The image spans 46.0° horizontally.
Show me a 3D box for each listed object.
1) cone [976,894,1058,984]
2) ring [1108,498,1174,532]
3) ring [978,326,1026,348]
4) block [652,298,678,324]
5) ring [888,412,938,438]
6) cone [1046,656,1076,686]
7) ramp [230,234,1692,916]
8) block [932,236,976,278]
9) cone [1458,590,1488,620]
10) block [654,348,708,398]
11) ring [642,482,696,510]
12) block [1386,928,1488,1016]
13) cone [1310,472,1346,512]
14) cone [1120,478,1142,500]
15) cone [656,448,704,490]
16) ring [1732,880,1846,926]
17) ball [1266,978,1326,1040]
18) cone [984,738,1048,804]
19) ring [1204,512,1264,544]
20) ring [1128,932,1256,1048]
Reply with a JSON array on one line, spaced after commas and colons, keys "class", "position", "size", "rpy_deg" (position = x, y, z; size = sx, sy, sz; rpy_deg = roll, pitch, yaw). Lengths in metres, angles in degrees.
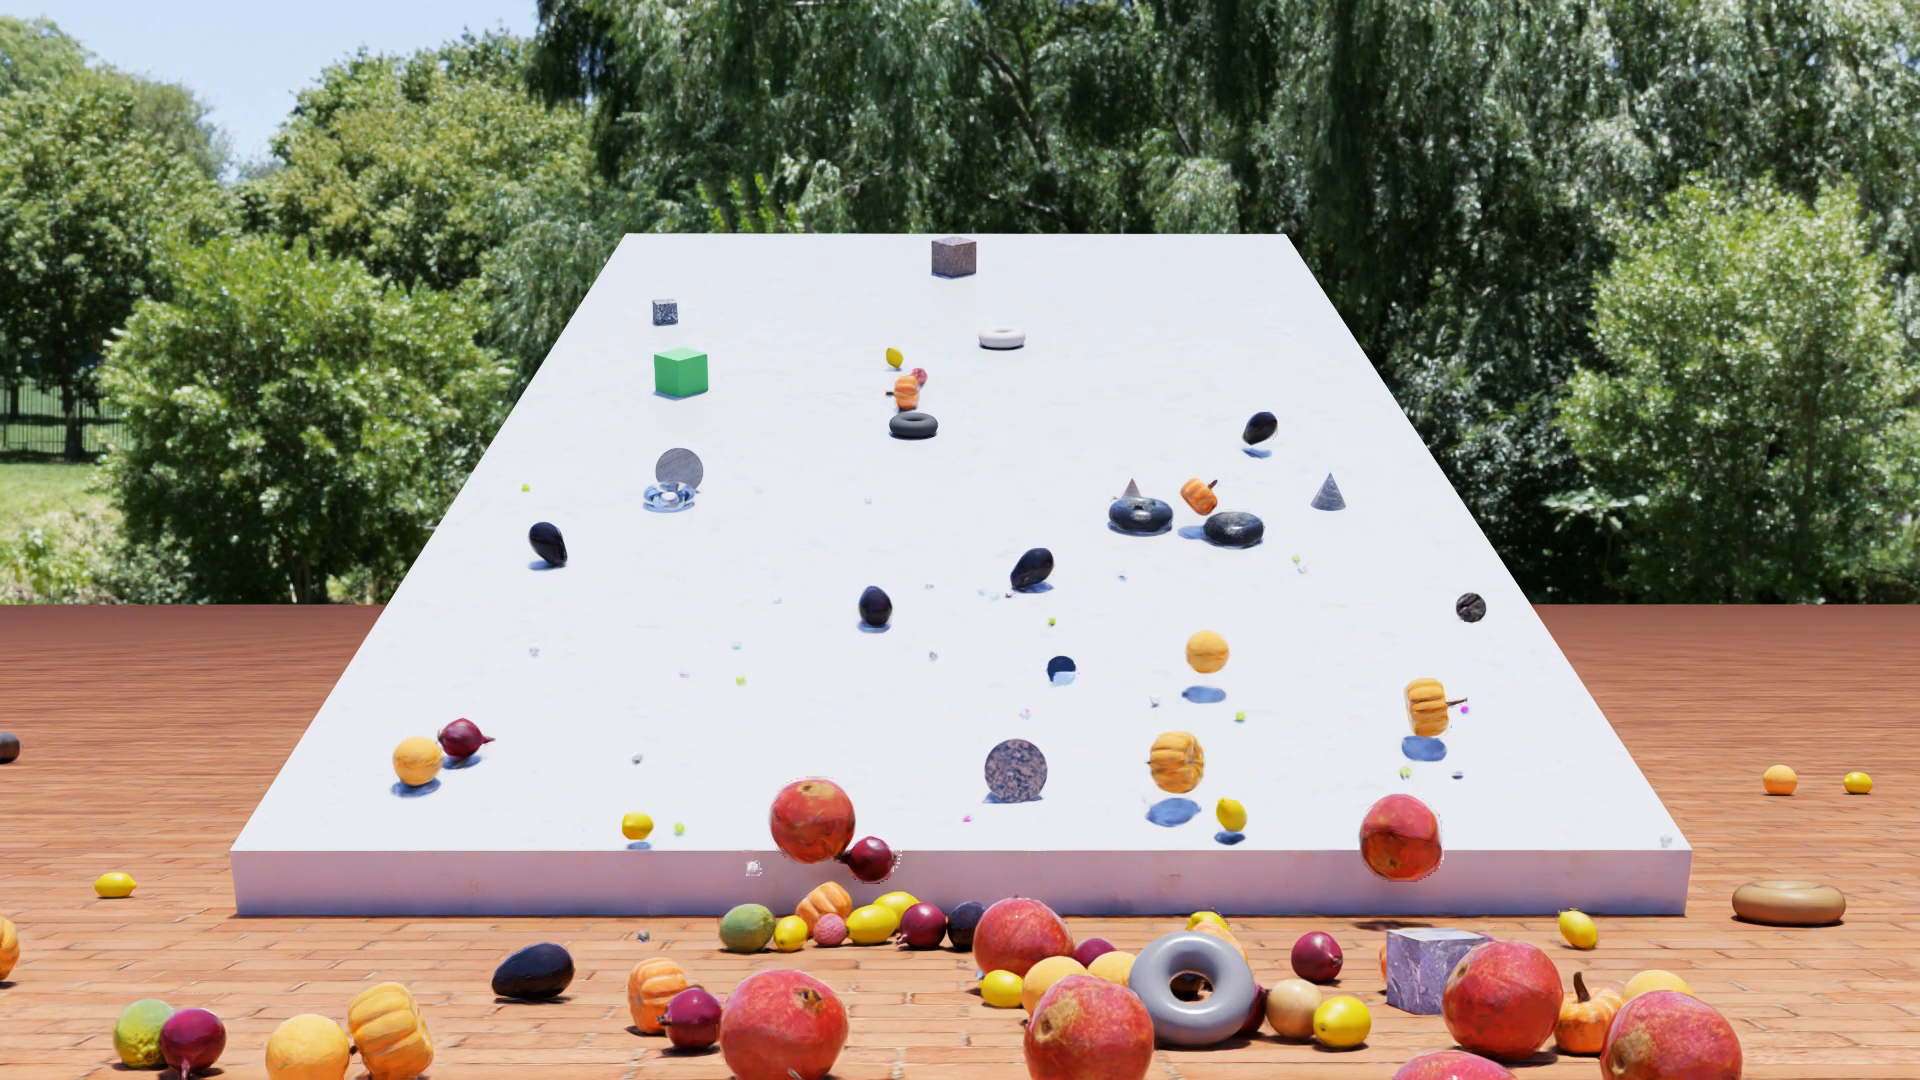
[{"class": "cone", "position": [0.065, 0.457, 2.621], "size": [0.097, 0.097, 0.097], "rpy_deg": [0, -1, 0]}, {"class": "ring", "position": [0.348, -0.049, 4.352], "size": [0.127, 0.042, 0.127], "rpy_deg": [1, 19, 0]}, {"class": "ring", "position": [0.105, -0.505, 5.624], "size": [0.118, 0.039, 0.118], "rpy_deg": [-1, 20, 0]}, {"class": "block", "position": [-0.760, -0.589, 5.831], "size": [0.054, 0.054, 0.054], "rpy_deg": [-7, 21, -18]}, {"class": "ring", "position": [-0.101, -0.250, 4.919], "size": [0.108, 0.036, 0.108], "rpy_deg": [1, 19, 0]}, {"class": "cone", "position": [0.157, 0.213, 3.648], "size": [0.050, 0.050, 0.050], "rpy_deg": [0, -8, -14]}, {"class": "ramp", "position": [-0.005, -0.205, 4.992], "size": [2.000, 0.100, 4.000], "rpy_deg": [0, 20, 0]}, {"class": "block", "position": [-0.017, -0.796, 6.357], "size": [0.091, 0.091, 0.091], "rpy_deg": [-16, 25, -38]}, {"class": "cone", "position": [0.878, 0.119, 3.911], "size": [0.053, 0.053, 0.053], "rpy_deg": [0, -17, -4]}, {"class": "block", "position": [-0.643, -0.387, 5.221], "size": [0.087, 0.087, 0.087], "rpy_deg": [18, 26, 40]}, {"class": "ring", "position": [-0.574, -0.088, 4.466], "size": [0.104, 0.035, 0.104], "rpy_deg": [1, 19, 0]}, {"class": "block", "position": [0.510, 0.461, 2.422], "size": [0.078, 0.078, 0.078], "rpy_deg": [0, -2, -15]}, {"class": "cone", "position": [0.728, -0.102, 4.456], "size": [0.071, 0.071, 0.071], "rpy_deg": [0, 20, 0]}, {"class": "cone", "position": [0.339, -0.096, 4.458], "size": [0.058, 0.058, 0.058], "rpy_deg": [0, 20, 0]}, {"class": "cone", "position": [-0.568, -0.131, 4.574], "size": [0.096, 0.096, 0.096], "rpy_deg": [0, -7, -8]}, {"class": "ring", "position": [1.126, 0.493, 3.074], "size": [0.146, 0.049, 0.146], "rpy_deg": [-1, -2, 0]}, {"class": "ball", "position": [0.333, 0.466, 2.245], "size": [0.060, 0.060, 0.060], "rpy_deg": [0, -1, 0]}, {"class": "cone", "position": [0.074, 0.335, 3.279], "size": [0.092, 0.092, 0.092], "rpy_deg": [0, -7, -8]}, {"class": "ring", "position": [0.519, -0.022, 4.282], "size": [0.116, 0.039, 0.116], "rpy_deg": [-1, 20, 0]}, {"class": "ring", "position": [0.228, 0.443, 2.233], "size": [0.126, 0.126, 0.042], "rpy_deg": [0, -42, 2]}]
